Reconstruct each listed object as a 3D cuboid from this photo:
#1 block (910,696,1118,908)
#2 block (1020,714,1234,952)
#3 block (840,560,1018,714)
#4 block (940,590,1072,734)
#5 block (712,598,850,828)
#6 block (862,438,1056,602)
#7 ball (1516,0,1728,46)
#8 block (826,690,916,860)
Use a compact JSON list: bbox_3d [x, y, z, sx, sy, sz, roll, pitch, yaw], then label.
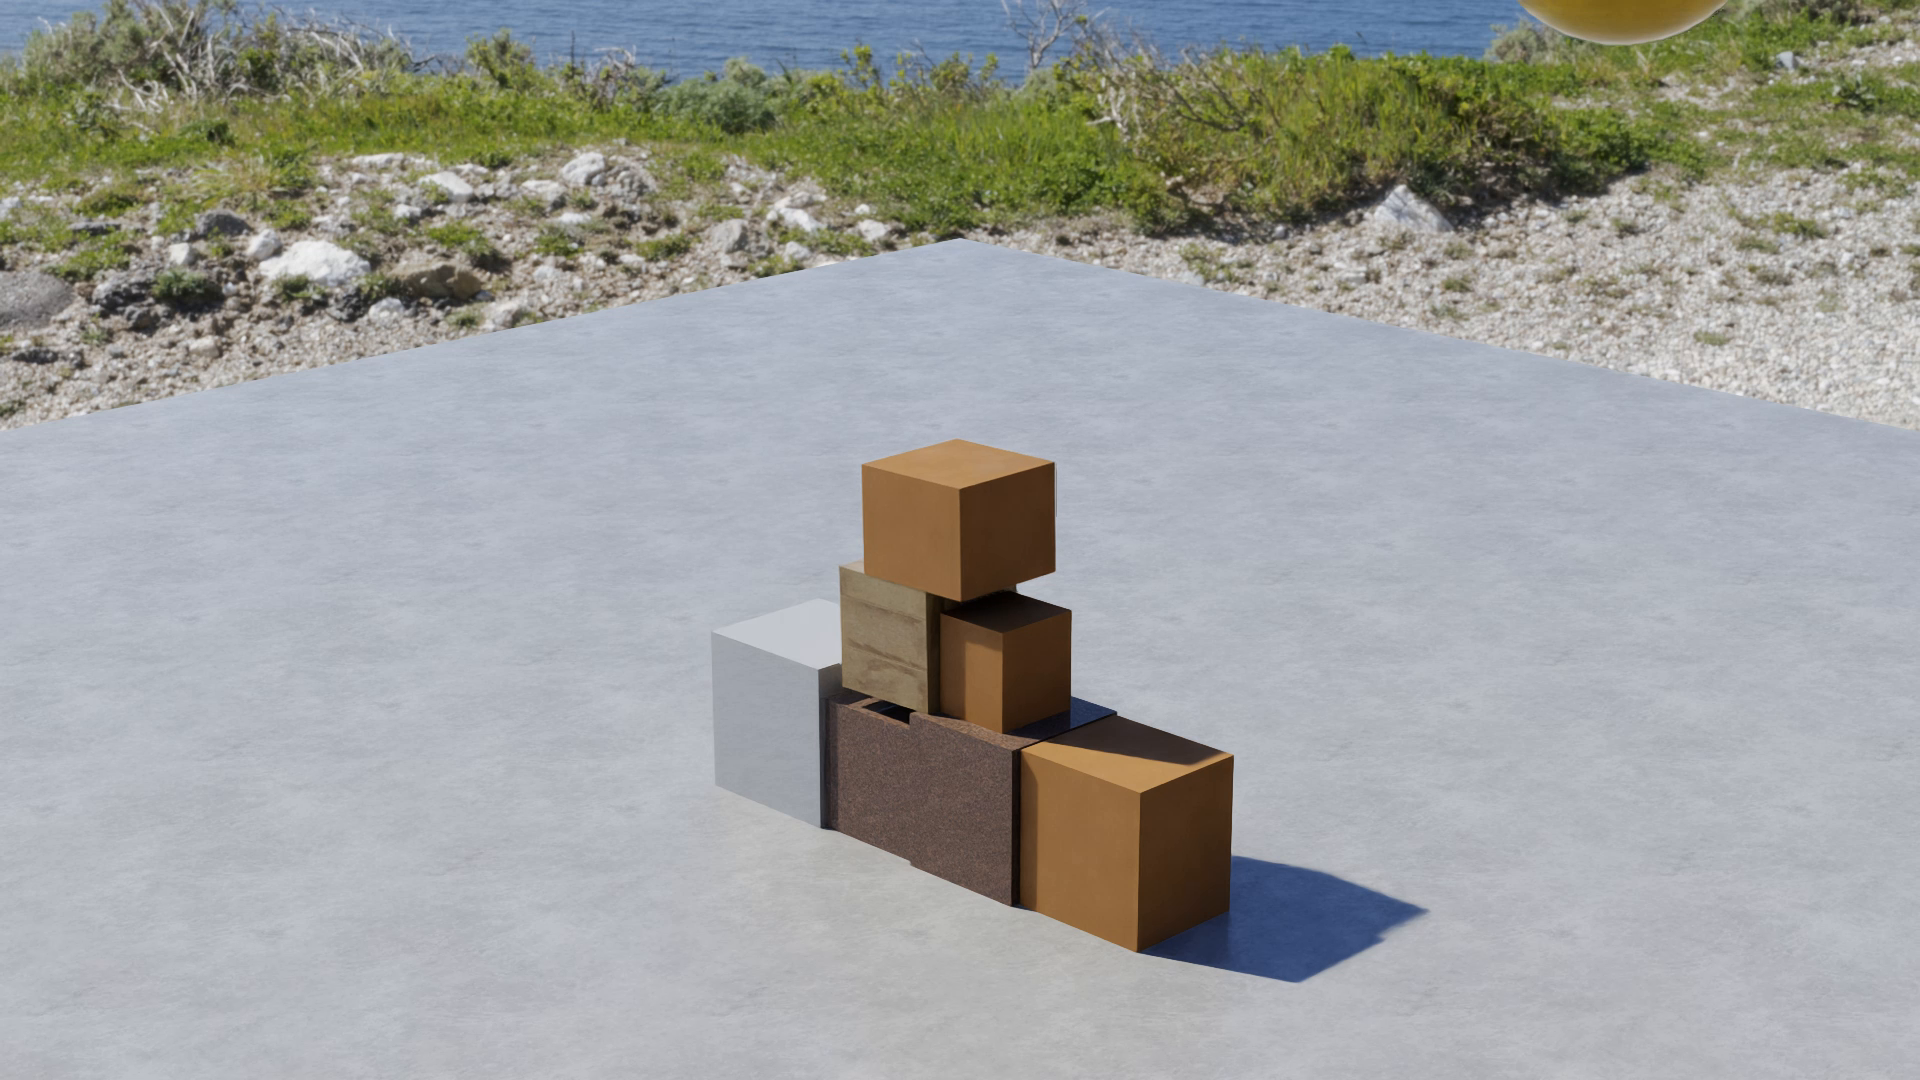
[{"bbox_3d":[0.244,1.143,13.457,0.691,0.750,0.649,-17,24,-42],"label":"block"},{"bbox_3d":[0.735,1.289,13.001,0.619,0.745,0.703,-17,24,-42],"label":"block"},{"bbox_3d":[-0.143,0.395,13.624,0.589,0.587,0.571,-17,23,-42],"label":"block"},{"bbox_3d":[0.207,0.550,13.301,0.450,0.475,0.393,-17,24,-42],"label":"block"},{"bbox_3d":[-0.685,0.833,14.350,0.714,0.805,0.772,-17,24,-42],"label":"block"},{"bbox_3d":[-0.005,-0.099,13.334,0.612,0.519,0.626,-17,23,-42],"label":"block"},{"bbox_3d":[3.645,-3.519,16.056,1.600,1.600,1.600,0,17,0],"label":"ball"},{"bbox_3d":[-0.196,1.054,13.905,0.642,0.651,0.594,-17,24,-42],"label":"block"}]
